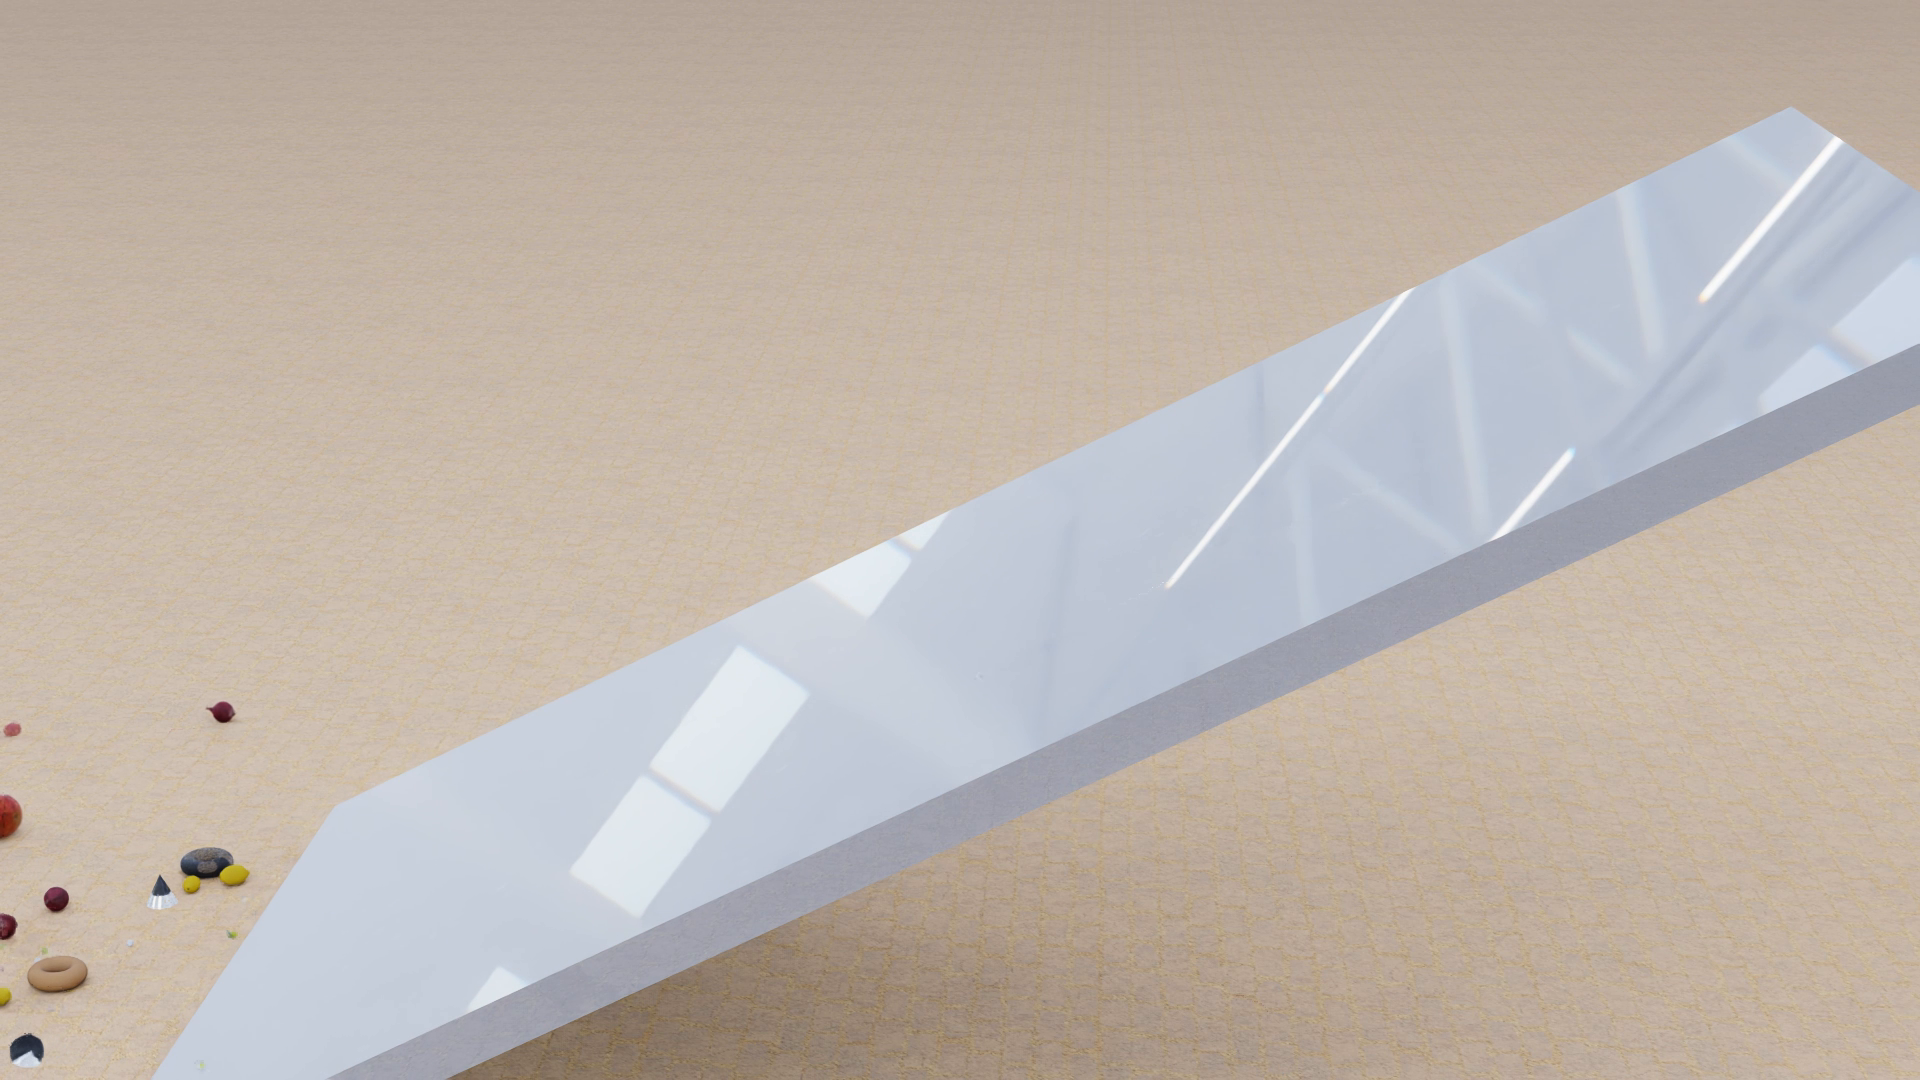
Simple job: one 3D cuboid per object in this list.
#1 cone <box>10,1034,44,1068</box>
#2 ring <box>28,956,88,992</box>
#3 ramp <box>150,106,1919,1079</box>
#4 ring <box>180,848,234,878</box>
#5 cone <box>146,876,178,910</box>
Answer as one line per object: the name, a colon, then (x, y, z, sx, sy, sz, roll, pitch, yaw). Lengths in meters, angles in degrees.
cone: (-2.028, 1.114, 6.407, 0.072, 0.072, 0.072, -3, -9, -11)
ring: (-2.078, 0.998, 6.771, 0.134, 0.045, 0.134, 1, 17, 0)
ramp: (0.139, 0.168, 6.281, 4.000, 0.100, 2.000, -26, 14, 10)
ring: (-1.892, 0.811, 7.391, 0.131, 0.044, 0.131, 1, 18, 0)
cone: (-1.955, 0.853, 7.196, 0.076, 0.076, 0.076, 0, 17, 0)
